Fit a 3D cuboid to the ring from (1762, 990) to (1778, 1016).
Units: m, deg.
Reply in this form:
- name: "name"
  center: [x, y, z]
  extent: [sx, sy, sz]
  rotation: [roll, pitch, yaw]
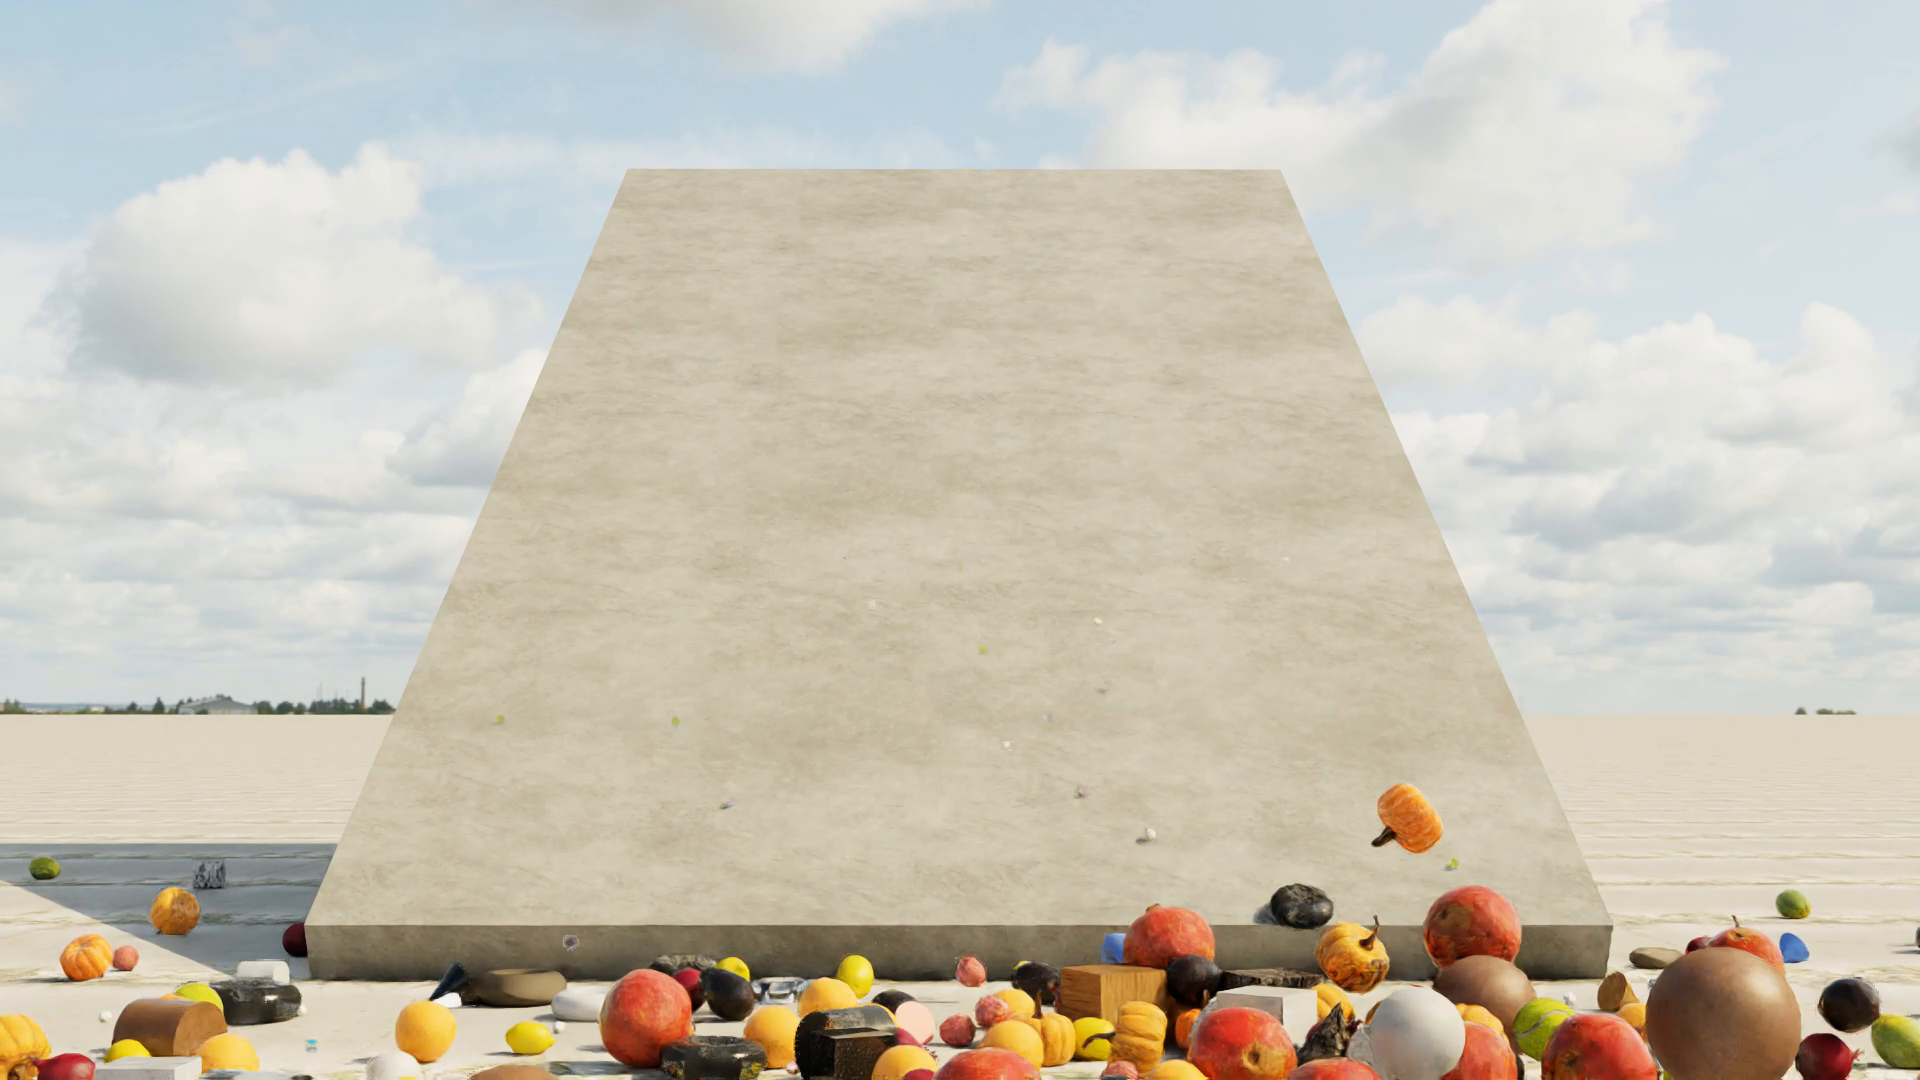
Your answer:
- name: "ring"
  center: [1.071, 0.633, 3.220]
  extent: [0.094, 0.031, 0.094]
  rotation: [1, -3, 0]

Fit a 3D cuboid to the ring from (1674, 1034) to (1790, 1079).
- name: "ring"
  center: [0.878, 0.589, 2.670]
  extent: [0.126, 0.042, 0.126]
  rotation: [-1, -5, 0]

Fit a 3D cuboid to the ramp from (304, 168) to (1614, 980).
- name: "ramp"
  center: [-0.009, -0.229, 5.414]
  extent: [2.000, 0.100, 4.000]
  rotation: [0, 26, 0]

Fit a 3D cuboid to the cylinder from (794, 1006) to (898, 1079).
- name: "cylinder"
  center: [-0.126, 0.564, 2.617]
  extent: [0.083, 0.083, 0.083]
  rotation: [4, -5, -42]

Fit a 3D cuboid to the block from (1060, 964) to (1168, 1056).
- name: "block"
  center: [0.190, 0.578, 2.899]
  extent: [0.096, 0.096, 0.096]
  rotation: [2, -5, -28]

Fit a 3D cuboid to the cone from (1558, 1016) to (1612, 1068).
- name: "cone"
  center: [0.727, 0.601, 2.749]
  extent: [0.062, 0.062, 0.062]
  rotation: [-2, 22, 25]

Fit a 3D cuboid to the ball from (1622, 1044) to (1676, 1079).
- name: "ball"
  center: [0.743, 0.571, 2.533]
  extent: [0.056, 0.056, 0.056]
  rotation: [0, -4, 0]

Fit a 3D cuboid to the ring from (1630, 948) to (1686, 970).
- name: "ring"
  center: [1.126, 0.676, 3.794]
  extent: [0.087, 0.029, 0.087]
  rotation: [1, -4, 0]

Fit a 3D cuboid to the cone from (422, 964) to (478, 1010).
- name: "cone"
  center: [-0.721, 0.637, 3.274]
  extent: [0.068, 0.068, 0.068]
  rotation: [-29, 12, -31]

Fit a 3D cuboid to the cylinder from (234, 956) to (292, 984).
- name: "cylinder"
  center: [-0.966, 0.610, 3.254]
  extent: [0.055, 0.055, 0.055]
  rotation: [-14, -7, 13]

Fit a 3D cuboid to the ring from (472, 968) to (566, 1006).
- name: "ring"
  center: [-0.626, 0.635, 3.334]
  extent: [0.135, 0.045, 0.135]
  rotation: [-1, -5, 0]

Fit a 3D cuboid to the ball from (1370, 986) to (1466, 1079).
- name: "ball"
  center: [0.415, 0.448, 2.129]
  extent: [0.085, 0.085, 0.085]
  rotation: [0, -4, 0]

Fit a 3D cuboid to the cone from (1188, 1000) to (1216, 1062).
- name: "cone"
  center: [0.328, 0.602, 2.809]
  extent: [0.078, 0.078, 0.078]
  rotation: [30, -15, -20]

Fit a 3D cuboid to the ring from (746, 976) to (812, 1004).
- name: "ring"
  center: [-0.258, 0.643, 3.356]
  extent: [0.093, 0.031, 0.093]
  rotation: [-1, -3, 0]

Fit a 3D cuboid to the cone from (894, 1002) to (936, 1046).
- name: "cone"
  center: [-0.071, 0.616, 2.941]
  extent: [0.058, 0.058, 0.058]
  rotation: [3, -32, -34]

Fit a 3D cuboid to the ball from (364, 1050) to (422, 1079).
- name: "ball"
  center: [-0.592, 0.564, 2.458]
  extent: [0.059, 0.059, 0.059]
  rotation: [0, -4, 0]

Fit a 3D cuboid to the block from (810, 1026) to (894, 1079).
- name: "block"
  center: [-0.116, 0.564, 2.523]
  extent: [0.069, 0.069, 0.069]
  rotation: [2, -5, -25]

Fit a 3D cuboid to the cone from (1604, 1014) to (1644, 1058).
- name: "cone"
  center: [0.780, 0.607, 2.818]
  extent: [0.057, 0.057, 0.057]
  rotation: [-27, 5, -19]

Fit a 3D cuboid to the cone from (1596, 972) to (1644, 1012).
- name: "cone"
  center: [0.925, 0.638, 3.254]
  extent: [0.059, 0.059, 0.059]
  rotation: [29, -13, -16]

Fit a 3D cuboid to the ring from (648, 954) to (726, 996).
- name: "ring"
  center: [-0.399, 0.637, 3.441]
  extent: [0.116, 0.039, 0.116]
  rotation: [7, 6, -1]

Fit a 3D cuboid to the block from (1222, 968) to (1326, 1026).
- name: "block"
  center: [0.386, 0.579, 2.886]
  extent: [0.092, 0.092, 0.092]
  rotation: [2, -4, -24]

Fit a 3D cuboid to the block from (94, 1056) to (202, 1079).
- name: "block"
  center: [-0.781, 0.541, 2.259]
  extent: [0.077, 0.077, 0.077]
  rotation: [0, -4, 0]

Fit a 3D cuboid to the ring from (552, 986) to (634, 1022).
- name: "ring"
  center: [-0.496, 0.627, 3.174]
  extent: [0.111, 0.037, 0.111]
  rotation: [-1, -3, 0]

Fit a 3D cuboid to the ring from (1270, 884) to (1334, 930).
- name: "ring"
  center: [0.525, 0.563, 3.607]
  extent: [0.098, 0.033, 0.098]
  rotation: [0, 24, 0]

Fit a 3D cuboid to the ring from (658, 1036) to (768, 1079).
- name: "ring"
  center: [-0.281, 0.589, 2.668]
  extent: [0.123, 0.041, 0.123]
  rotation: [1, -4, 0]

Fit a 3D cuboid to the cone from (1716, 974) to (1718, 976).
- name: "cone"
  center: [0.990, 0.623, 3.094]
  extent: [0.076, 0.076, 0.076]
  rotation: [1, -31, -12]

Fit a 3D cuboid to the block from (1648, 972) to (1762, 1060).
- name: "block"
  center: [0.894, 0.573, 2.817]
  extent: [0.093, 0.093, 0.093]
  rotation: [3, -5, -37]

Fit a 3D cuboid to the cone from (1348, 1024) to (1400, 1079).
- name: "cone"
  center: [0.472, 0.586, 2.607]
  extent: [0.083, 0.083, 0.083]
  rotation: [-1, -31, 9]

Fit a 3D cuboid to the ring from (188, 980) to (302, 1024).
- name: "ring"
  center: [-0.959, 0.620, 3.153]
  extent: [0.147, 0.049, 0.147]
  rotation: [1, -5, 0]

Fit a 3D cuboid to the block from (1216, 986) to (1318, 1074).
- name: "block"
  center: [0.360, 0.572, 2.750]
  extent: [0.086, 0.086, 0.086]
  rotation: [-3, -5, 35]

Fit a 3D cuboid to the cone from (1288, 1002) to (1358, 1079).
- name: "cone"
  center: [0.417, 0.557, 2.633]
  extent: [0.083, 0.083, 0.083]
  rotation: [13, -2, 0]

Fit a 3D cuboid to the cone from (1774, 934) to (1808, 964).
- name: "cone"
  center: [1.351, 0.682, 3.852]
  extent: [0.054, 0.054, 0.054]
  rotation: [-30, 11, -29]
